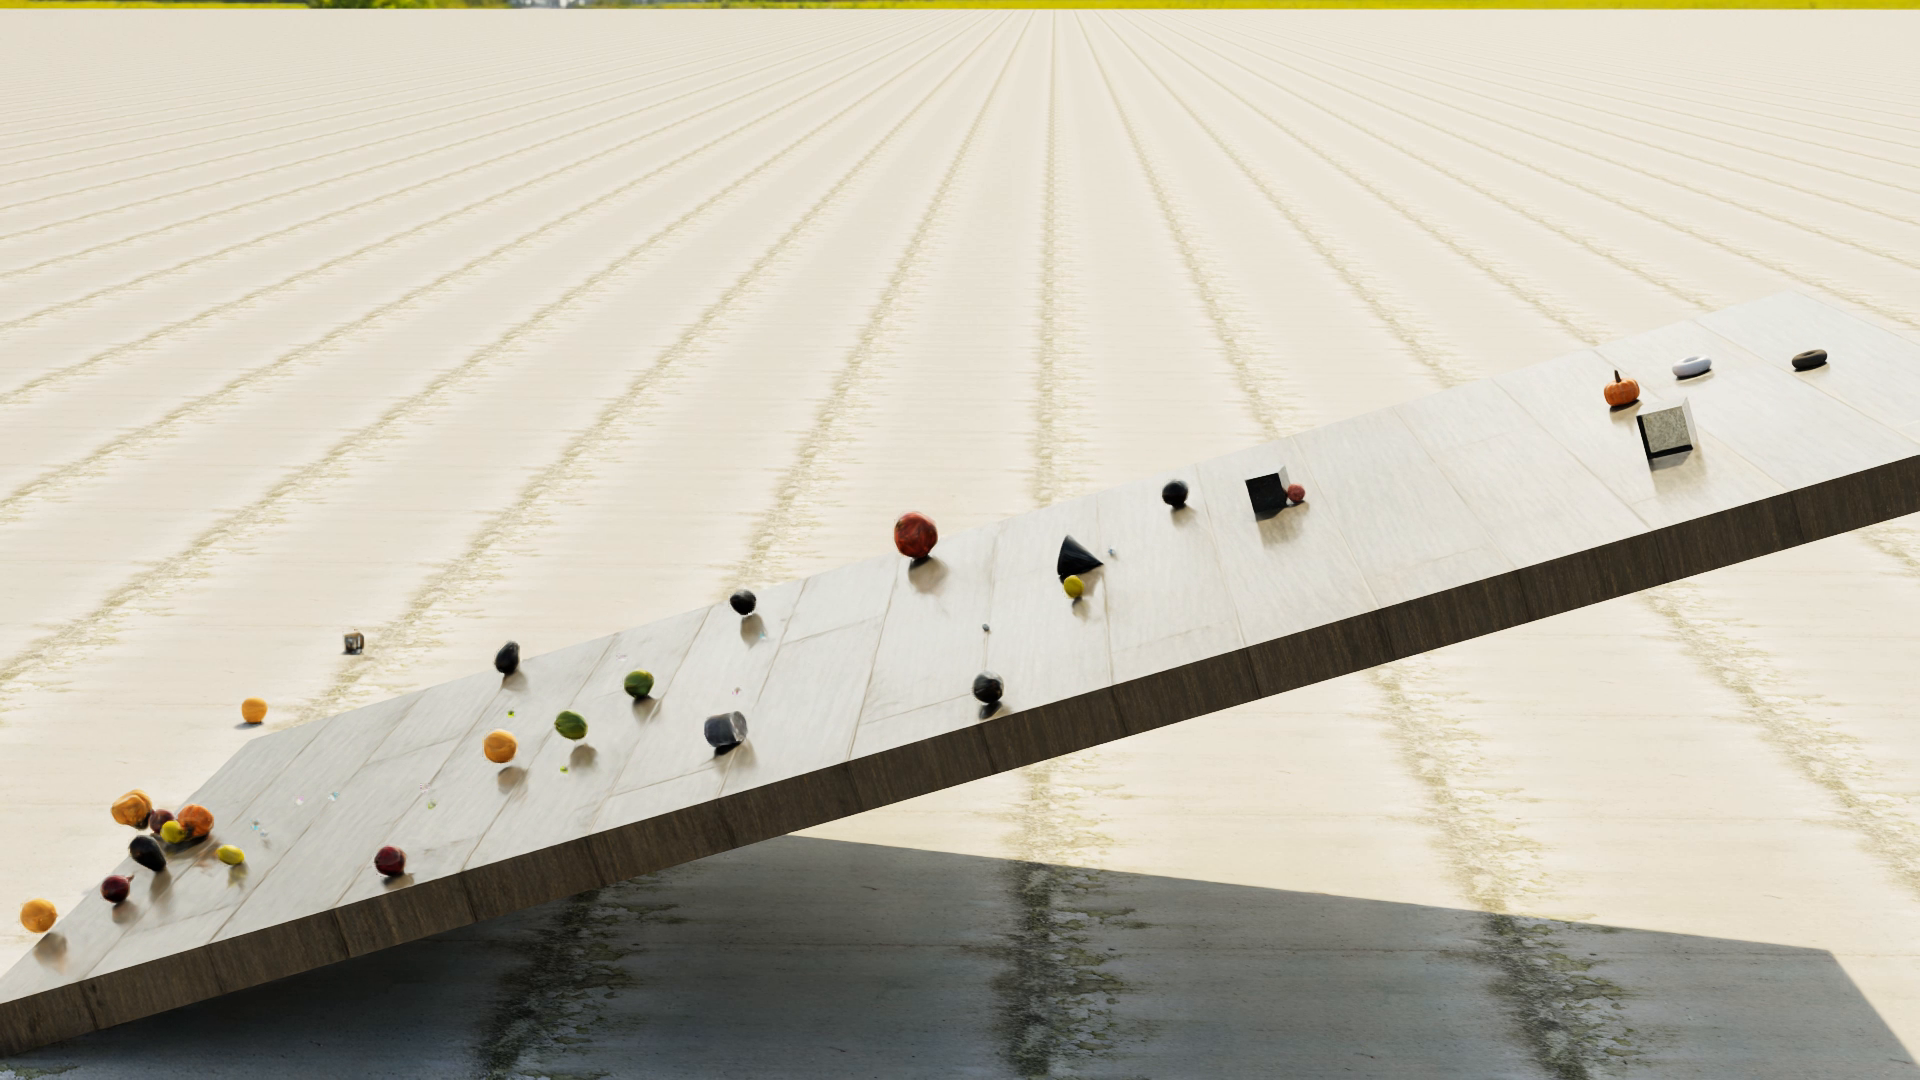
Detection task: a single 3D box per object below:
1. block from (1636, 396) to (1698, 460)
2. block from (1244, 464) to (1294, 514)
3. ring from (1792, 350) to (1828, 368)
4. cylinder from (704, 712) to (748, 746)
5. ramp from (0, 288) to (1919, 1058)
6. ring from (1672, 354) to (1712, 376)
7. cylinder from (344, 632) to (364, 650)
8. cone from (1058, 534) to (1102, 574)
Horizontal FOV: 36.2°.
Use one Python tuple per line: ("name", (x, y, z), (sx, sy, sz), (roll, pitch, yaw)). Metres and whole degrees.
("block", (1.394, -0.222, 5.799), (0.091, 0.091, 0.091), (-13, 11, 23))
("block", (0.679, -0.113, 6.447), (0.077, 0.077, 0.077), (-13, 11, 21))
("ring", (1.789, -0.381, 6.195), (0.075, 0.025, 0.075), (-18, 9, 3))
("cylinder", (-0.460, 0.371, 5.769), (0.061, 0.061, 0.061), (-12, 5, 27))
("ramp", (0.094, 0.186, 6.317), (4.000, 0.100, 2.000), (-16, 10, 5))
("ring", (1.616, -0.385, 6.493), (0.089, 0.030, 0.089), (-17, 11, 4))
("cylinder", (-1.825, 0.305, 8.857), (0.053, 0.053, 0.053), (-7, 13, -19))
("cone", (0.269, 0.042, 6.396), (0.092, 0.092, 0.092), (14, 14, 14))
